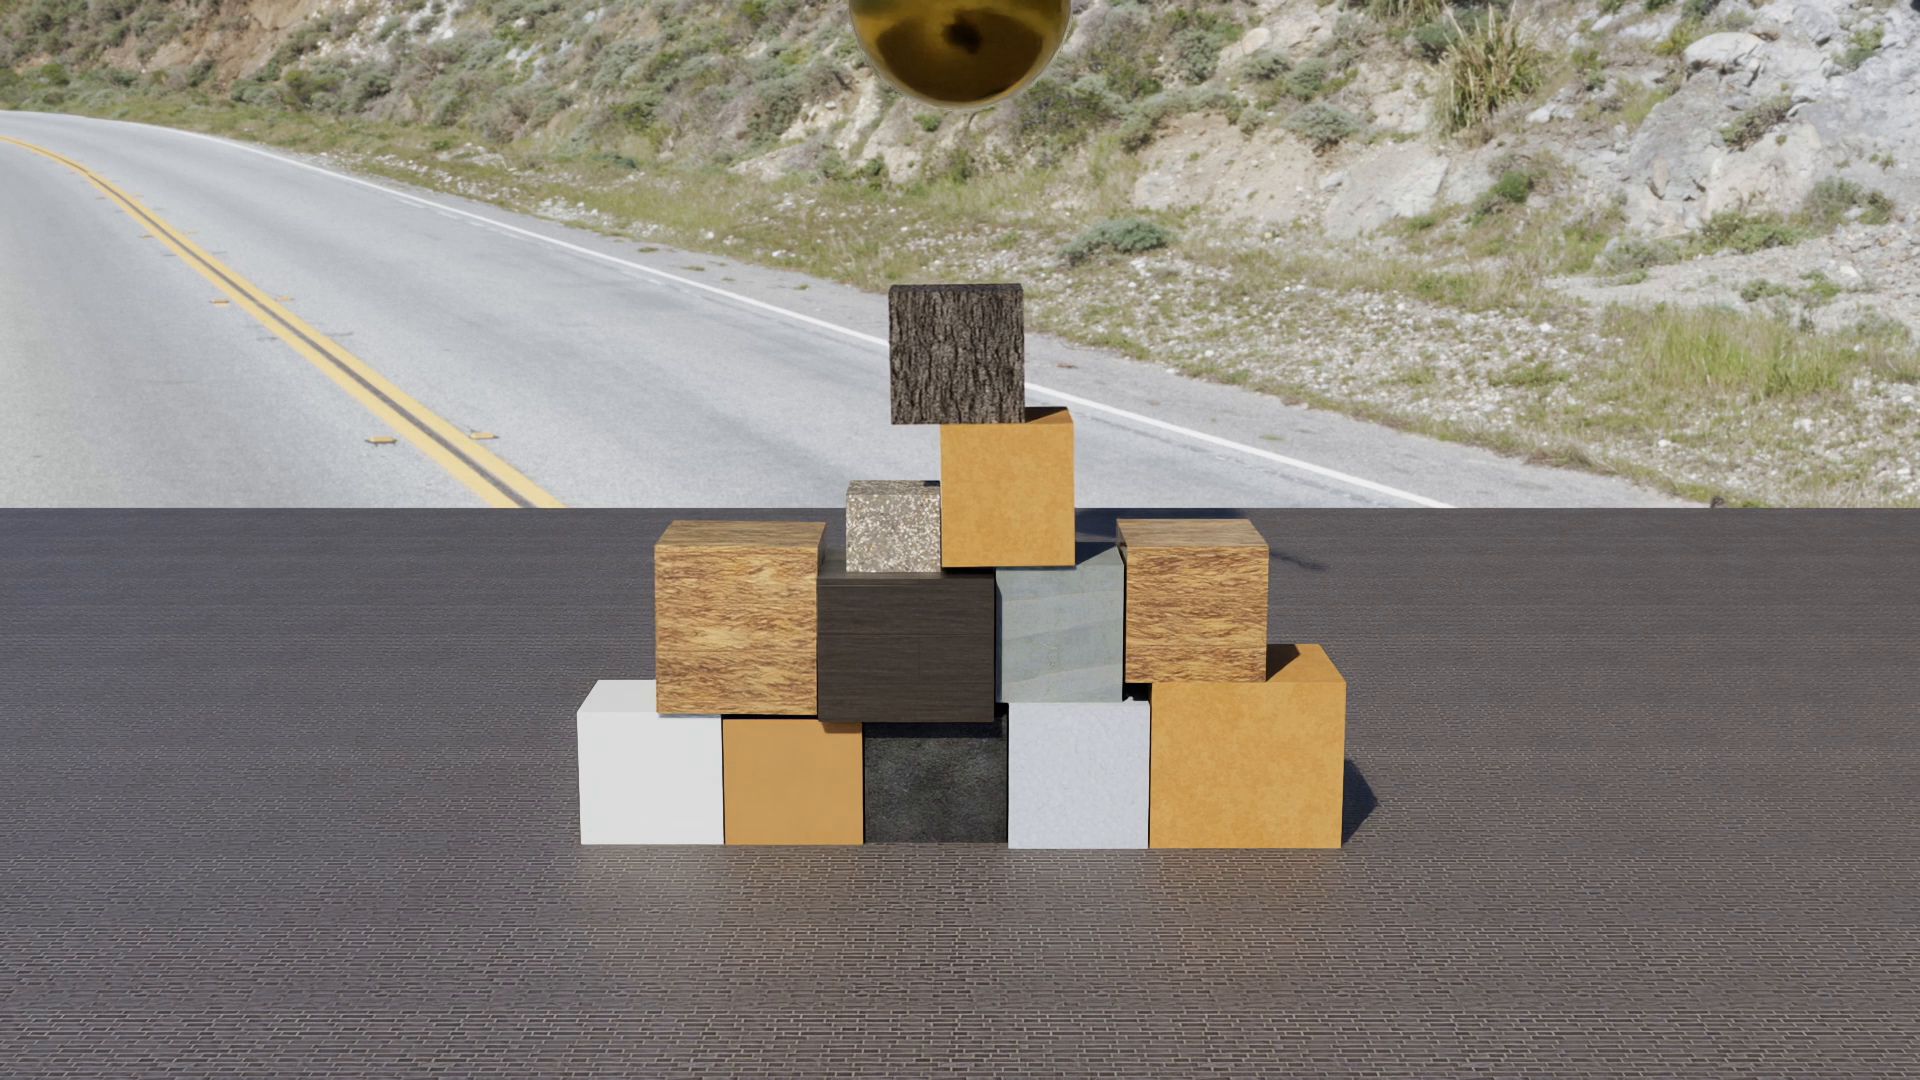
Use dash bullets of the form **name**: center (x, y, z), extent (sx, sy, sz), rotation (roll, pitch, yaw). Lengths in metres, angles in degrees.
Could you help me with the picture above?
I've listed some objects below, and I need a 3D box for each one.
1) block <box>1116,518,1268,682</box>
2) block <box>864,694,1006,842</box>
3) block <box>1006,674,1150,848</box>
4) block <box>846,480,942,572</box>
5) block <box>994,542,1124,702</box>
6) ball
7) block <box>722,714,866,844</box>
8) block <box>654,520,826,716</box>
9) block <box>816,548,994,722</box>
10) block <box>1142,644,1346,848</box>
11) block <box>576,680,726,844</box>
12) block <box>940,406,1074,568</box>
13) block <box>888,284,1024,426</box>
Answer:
- **block**: center (1.167, 0.298, 11.224), extent (0.693, 0.686, 0.793), rotation (0, 10, 0)
- **block**: center (-0.123, 1.151, 11.397), extent (0.714, 0.658, 0.656), rotation (0, 10, 0)
- **block**: center (0.594, 1.114, 11.391), extent (0.699, 0.732, 0.834), rotation (0, 10, 0)
- **block**: center (-0.332, -0.075, 11.159), extent (0.468, 0.389, 0.473), rotation (0, 10, 0)
- **block**: center (0.494, 0.411, 11.254), extent (0.632, 0.700, 0.644), rotation (0, 10, 0)
- **ball**: center (0.000, -3.880, 15.663), extent (1.600, 1.600, 1.600), rotation (0, 10, 0)
- **block**: center (-0.837, 1.157, 11.389), extent (0.695, 0.650, 0.692), rotation (0, 10, 0)
- **block**: center (-1.107, 0.385, 11.236), extent (0.800, 0.850, 0.720), rotation (1, 10, 0)
- **block**: center (-0.268, 0.475, 11.251), extent (0.872, 0.725, 0.811), rotation (0, 10, 0)
- **block**: center (1.434, 1.052, 11.389), extent (0.961, 0.856, 0.844), rotation (0, 10, 0)
- **block**: center (-1.555, 1.140, 11.376), extent (0.719, 0.688, 0.664), rotation (0, 10, 0)
- **block**: center (0.234, -0.281, 11.138), extent (0.654, 0.703, 0.717), rotation (-1, 10, 0)
- **block**: center (-0.015, -0.938, 11.000), extent (0.655, 0.645, 0.589), rotation (-1, 10, 0)
